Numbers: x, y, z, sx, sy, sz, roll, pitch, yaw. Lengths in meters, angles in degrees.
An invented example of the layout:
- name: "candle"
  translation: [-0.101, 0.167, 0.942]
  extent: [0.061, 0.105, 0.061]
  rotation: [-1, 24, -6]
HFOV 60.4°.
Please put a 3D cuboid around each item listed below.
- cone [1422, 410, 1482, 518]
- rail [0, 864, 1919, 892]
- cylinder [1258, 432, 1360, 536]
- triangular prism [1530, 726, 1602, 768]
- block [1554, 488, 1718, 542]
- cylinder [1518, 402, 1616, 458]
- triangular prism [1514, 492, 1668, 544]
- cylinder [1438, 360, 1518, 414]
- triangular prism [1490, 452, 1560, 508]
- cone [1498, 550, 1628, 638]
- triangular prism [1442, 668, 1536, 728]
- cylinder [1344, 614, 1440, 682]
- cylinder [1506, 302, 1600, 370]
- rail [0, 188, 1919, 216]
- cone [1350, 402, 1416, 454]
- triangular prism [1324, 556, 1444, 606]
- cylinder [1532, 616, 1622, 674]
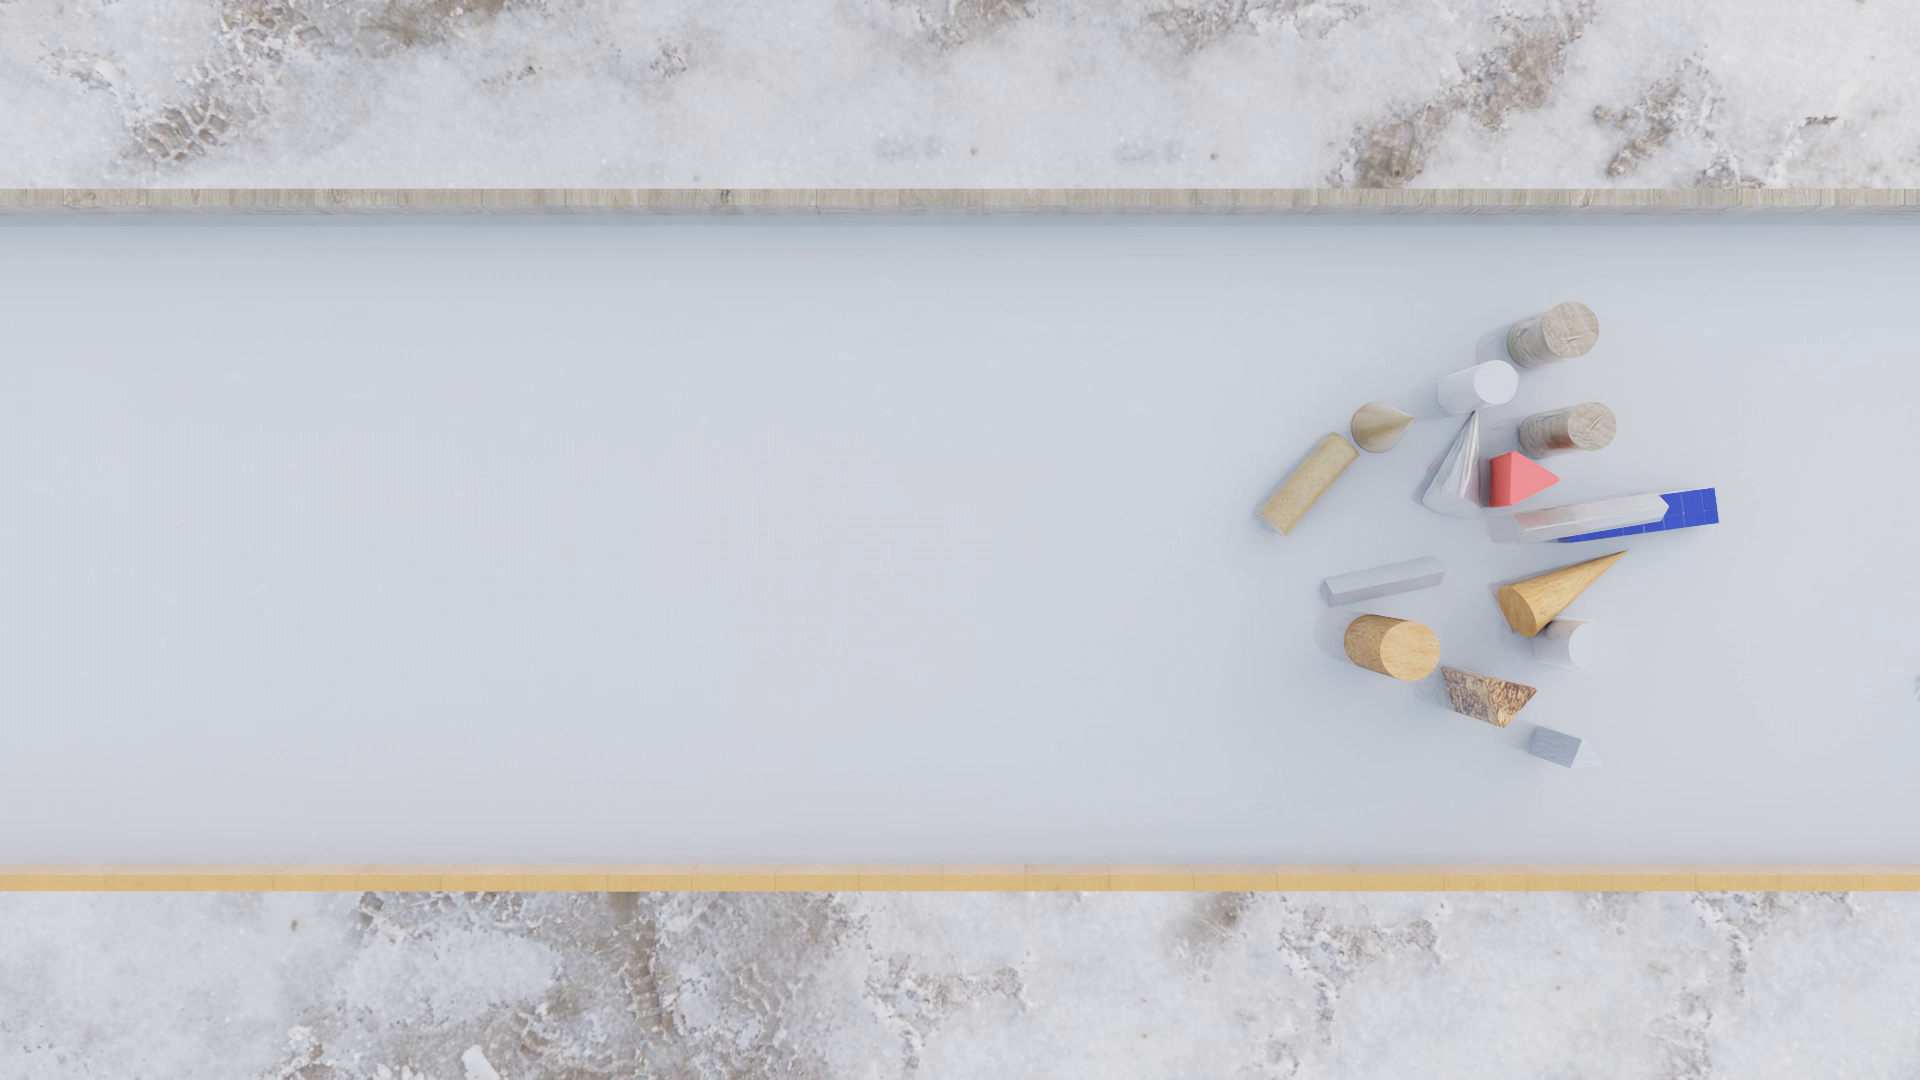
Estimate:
- name: "cone"
  translation: [1.541, -0.259, 5.034]
  extent: [0.176, 0.176, 0.340]
  rotation: [18, 75, 0]
- name: "rail"
  translation: [-2.247, 1.025, 5.001]
  extent: [12.000, 0.150, 0.050]
  rotation: [0, 90, 0]
- name: "cylinder"
  translation: [1.061, -0.170, 5.022]
  extent: [0.110, 0.110, 0.334]
  rotation: [42, 90, 0]
- name: "triangular prism"
  translation: [1.790, 0.610, 4.901]
  extent: [0.091, 0.351, 0.079]
  rotation: [-8, 90, 0]
- name: "block"
  translation: [2.057, -0.075, 5.023]
  extent: [0.450, 0.108, 0.108]
  rotation: [-8, 90, 0]
- name: "cylinder"
  translation: [1.789, -0.322, 4.872]
  extent: [0.140, 0.409, 0.140]
  rotation: [0, 90, 0]
- name: "triangular prism"
  translation: [1.887, -0.065, 4.929]
  extent: [0.435, 0.076, 0.087]
  rotation: [-9, 90, 0]
- name: "cylinder"
  translation: [1.532, -0.451, 4.894]
  extent: [0.127, 0.364, 0.127]
  rotation: [0, 90, 0]
- name: "triangular prism"
  translation: [1.630, -0.193, 4.859]
  extent: [0.151, 0.427, 0.131]
  rotation: [-28, 85, 9]
- name: "cone"
  translation: [1.875, 0.123, 5.034]
  extent: [0.430, 0.172, 0.172]
  rotation: [-27, 90, -11]
- name: "triangular prism"
  translation: [1.527, 0.433, 4.857]
  extent: [0.126, 0.439, 0.146]
  rotation: [42, 90, 0]
- name: "cylinder"
  translation: [1.266, 0.313, 4.859]
  extent: [0.169, 0.435, 0.169]
  rotation: [0, 90, 0]
- name: "cylinder"
  translation: [1.764, -0.607, 4.919]
  extent: [0.164, 0.314, 0.164]
  rotation: [0, 90, 0]
- name: "rail"
  translation: [-2.247, -1.025, 5.002]
  extent: [12.000, 0.150, 0.050]
  rotation: [0, 90, 0]
- name: "cone"
  translation: [1.282, -0.346, 4.860]
  extent: [0.158, 0.432, 0.158]
  rotation: [0, 90, 0]
- name: "triangular prism"
  translation: [1.299, 0.127, 5.036]
  extent: [0.348, 0.078, 0.090]
  rotation: [-12, 90, 0]
- name: "cylinder"
  translation: [1.834, 0.310, 4.921]
  extent: [0.153, 0.312, 0.153]
  rotation: [0, 90, 0]
